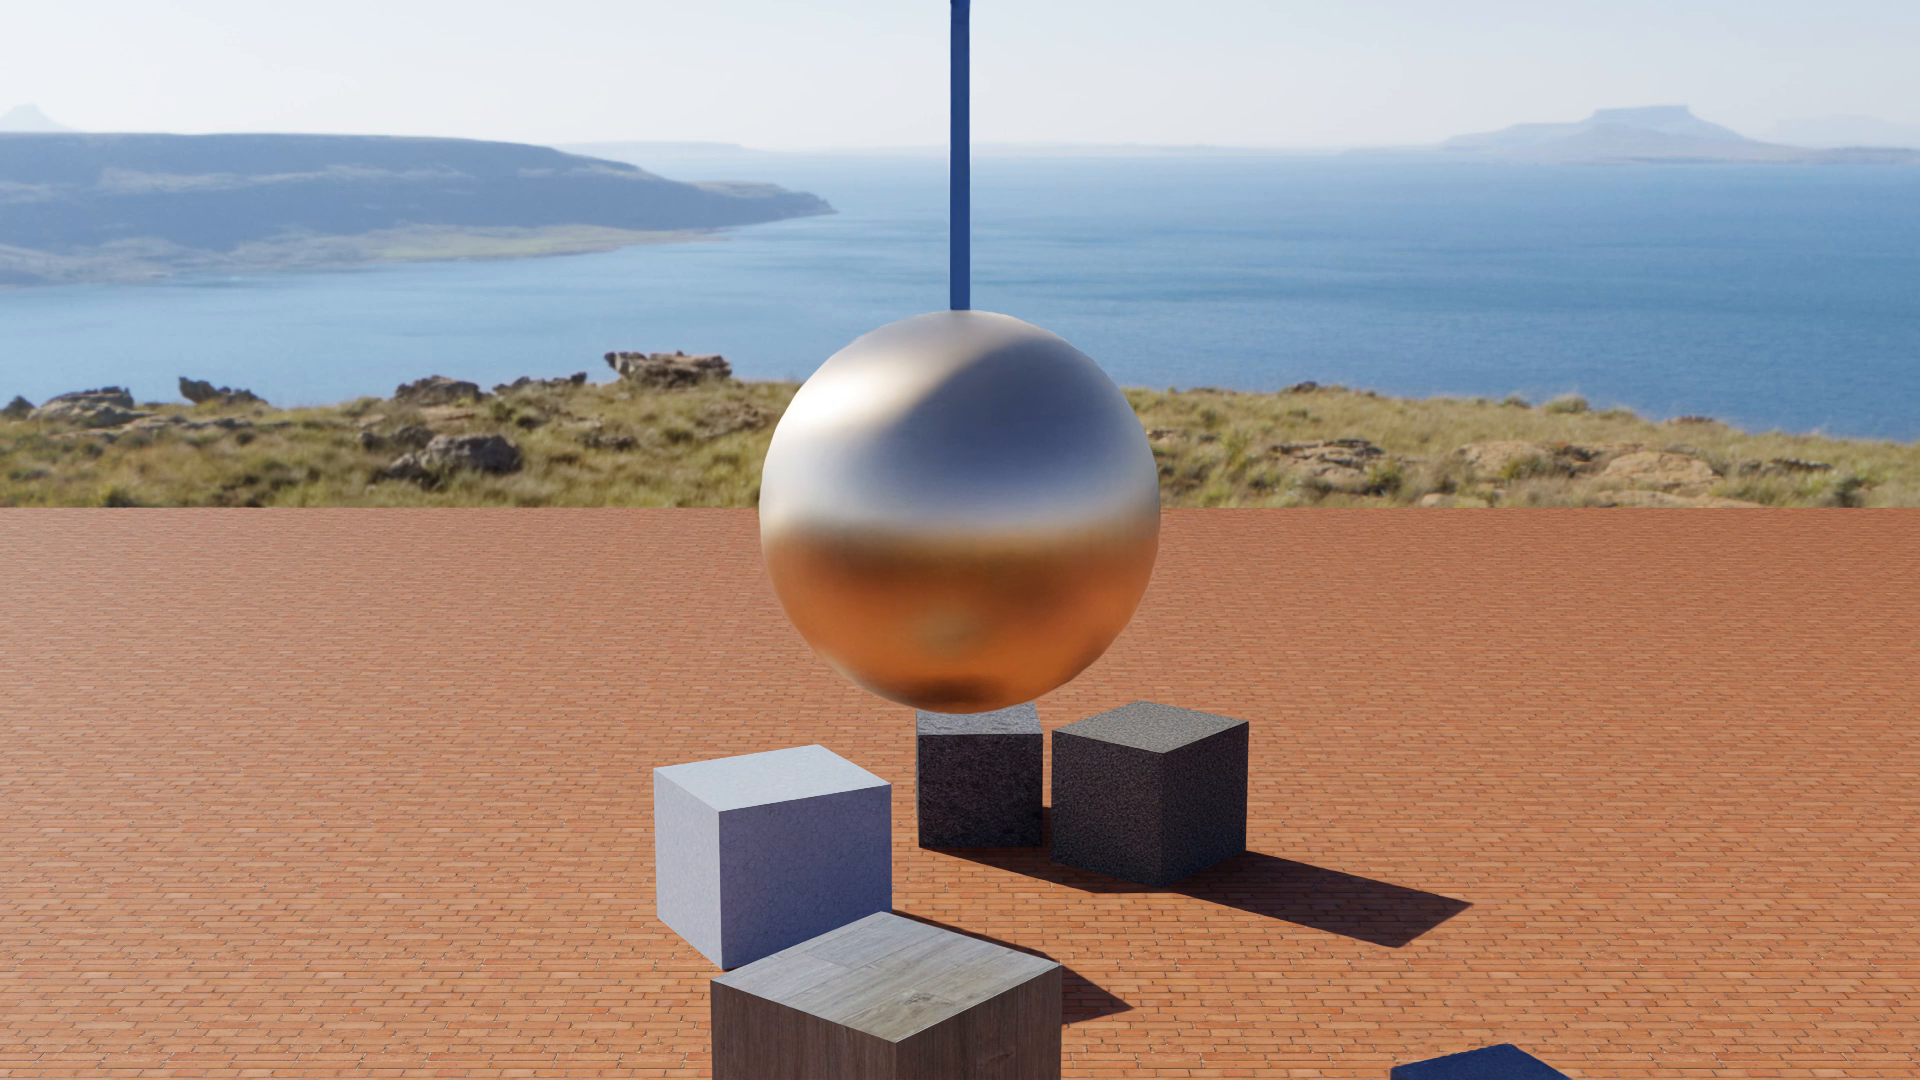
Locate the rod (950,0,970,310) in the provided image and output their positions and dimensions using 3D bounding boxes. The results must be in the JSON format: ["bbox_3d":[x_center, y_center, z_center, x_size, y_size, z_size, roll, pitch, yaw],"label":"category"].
[{"bbox_3d":[0.000,-3.425,9.511,0.080,5.200,0.080,0,-13,0],"label":"rod"}]

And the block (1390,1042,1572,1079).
[{"bbox_3d":[1.745,2.002,7.229,0.487,0.475,0.461,-5,11,-25],"label":"block"}]

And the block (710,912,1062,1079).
[{"bbox_3d":[-0.243,1.820,7.465,0.821,0.748,0.859,8,13,39],"label":"block"}]

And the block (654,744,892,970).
[{"bbox_3d":[-0.845,1.402,9.883,0.825,0.706,0.746,-6,12,-29],"label":"block"}]

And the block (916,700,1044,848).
[{"bbox_3d":[0.090,1.192,11.376,0.623,0.585,0.723,0,10,-2],"label":"block"}]

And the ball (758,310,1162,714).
[{"bbox_3d":[0.000,-0.113,8.745,1.600,1.600,1.600,0,10,0],"label":"ball"}]

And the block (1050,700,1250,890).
[{"bbox_3d":[0.941,1.241,10.877,0.653,0.667,0.760,8,13,38],"label":"block"}]
